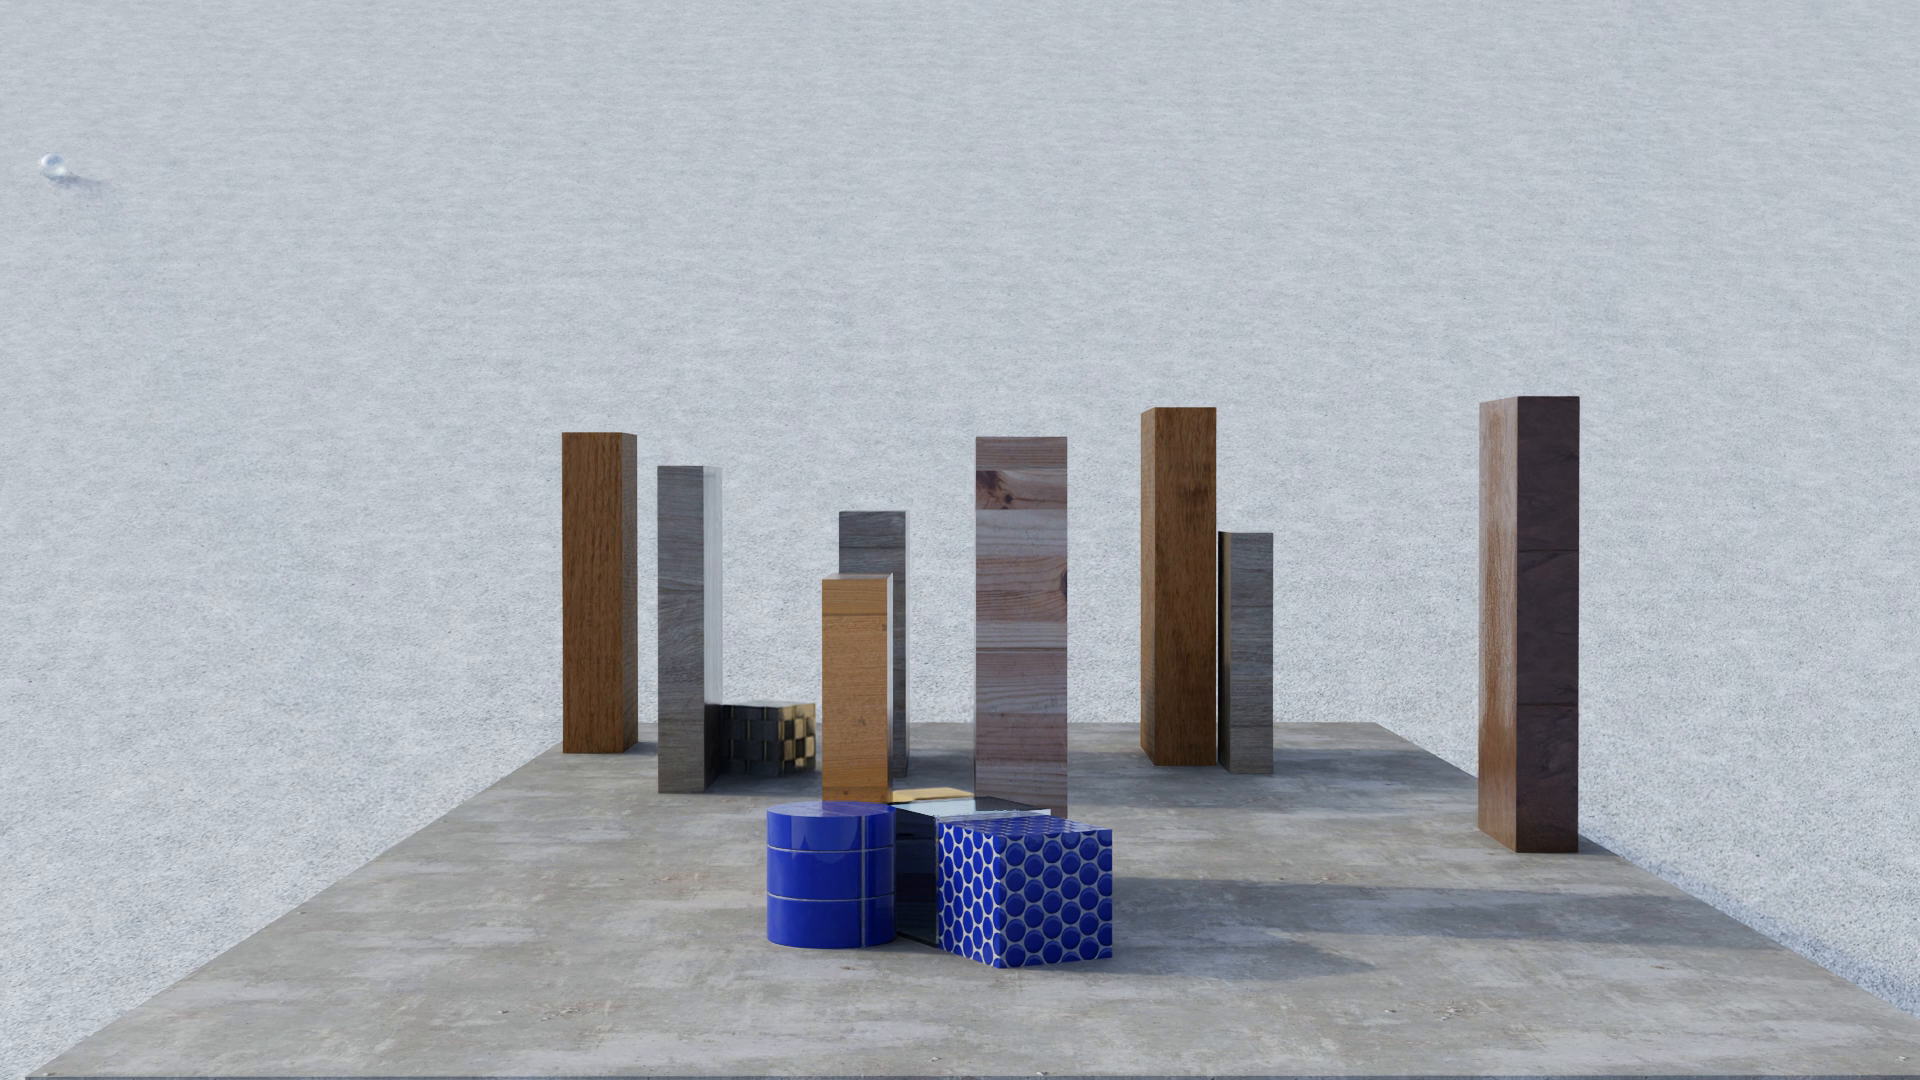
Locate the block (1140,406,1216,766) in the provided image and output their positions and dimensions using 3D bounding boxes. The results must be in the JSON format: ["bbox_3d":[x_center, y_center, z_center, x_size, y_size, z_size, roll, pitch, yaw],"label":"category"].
[{"bbox_3d":[0.483,0.096,5.742,0.132,0.769,0.431,0,1,0],"label":"block"}]

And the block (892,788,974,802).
[{"bbox_3d":[-0.045,0.455,4.101,0.109,0.109,0.109,-1,1,-26],"label":"block"}]

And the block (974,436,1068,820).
[{"bbox_3d":[0.084,0.186,3.738,0.125,0.662,0.407,0,1,0],"label":"block"}]

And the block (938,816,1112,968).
[{"bbox_3d":[0.082,0.444,3.279,0.162,0.162,0.162,-1,1,-28],"label":"block"}]

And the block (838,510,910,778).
[{"bbox_3d":[-0.180,0.211,5.518,0.137,0.547,0.440,0,1,0],"label":"block"}]

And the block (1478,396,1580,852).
[{"bbox_3d":[0.953,0.135,4.337,0.101,0.741,0.305,0,1,0],"label":"block"}]

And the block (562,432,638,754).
[{"bbox_3d":[-0.826,0.116,5.939,0.135,0.722,0.279,0,1,0],"label":"block"}]

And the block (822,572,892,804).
[{"bbox_3d":[-0.151,0.284,3.853,0.094,0.461,0.313,0,1,0],"label":"block"}]

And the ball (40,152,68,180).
[{"bbox_3d":[-3.712,-1.530,10.576,0.109,0.109,0.109,0,27,0],"label":"ball"}]

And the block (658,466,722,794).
[{"bbox_3d":[-0.544,0.171,5.227,0.090,0.638,0.408,0,1,0],"label":"block"}]

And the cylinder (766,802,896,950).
[{"bbox_3d":[-0.169,0.438,3.390,0.170,0.170,0.170,0,1,0],"label":"cylinder"}]

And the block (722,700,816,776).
[{"bbox_3d":[-0.402,0.415,5.443,0.142,0.142,0.142,1,1,30],"label":"block"}]

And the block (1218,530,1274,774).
[{"bbox_3d":[0.607,0.233,5.498,0.089,0.502,0.261,0,1,0],"label":"block"}]

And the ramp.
[{"bbox_3d":[0.061,0.551,4.588,2.000,0.100,4.000,0,1,0],"label":"ramp"}]

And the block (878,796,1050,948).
[{"bbox_3d":[0.005,0.437,3.425,0.169,0.169,0.169,-1,1,-28],"label":"block"}]
